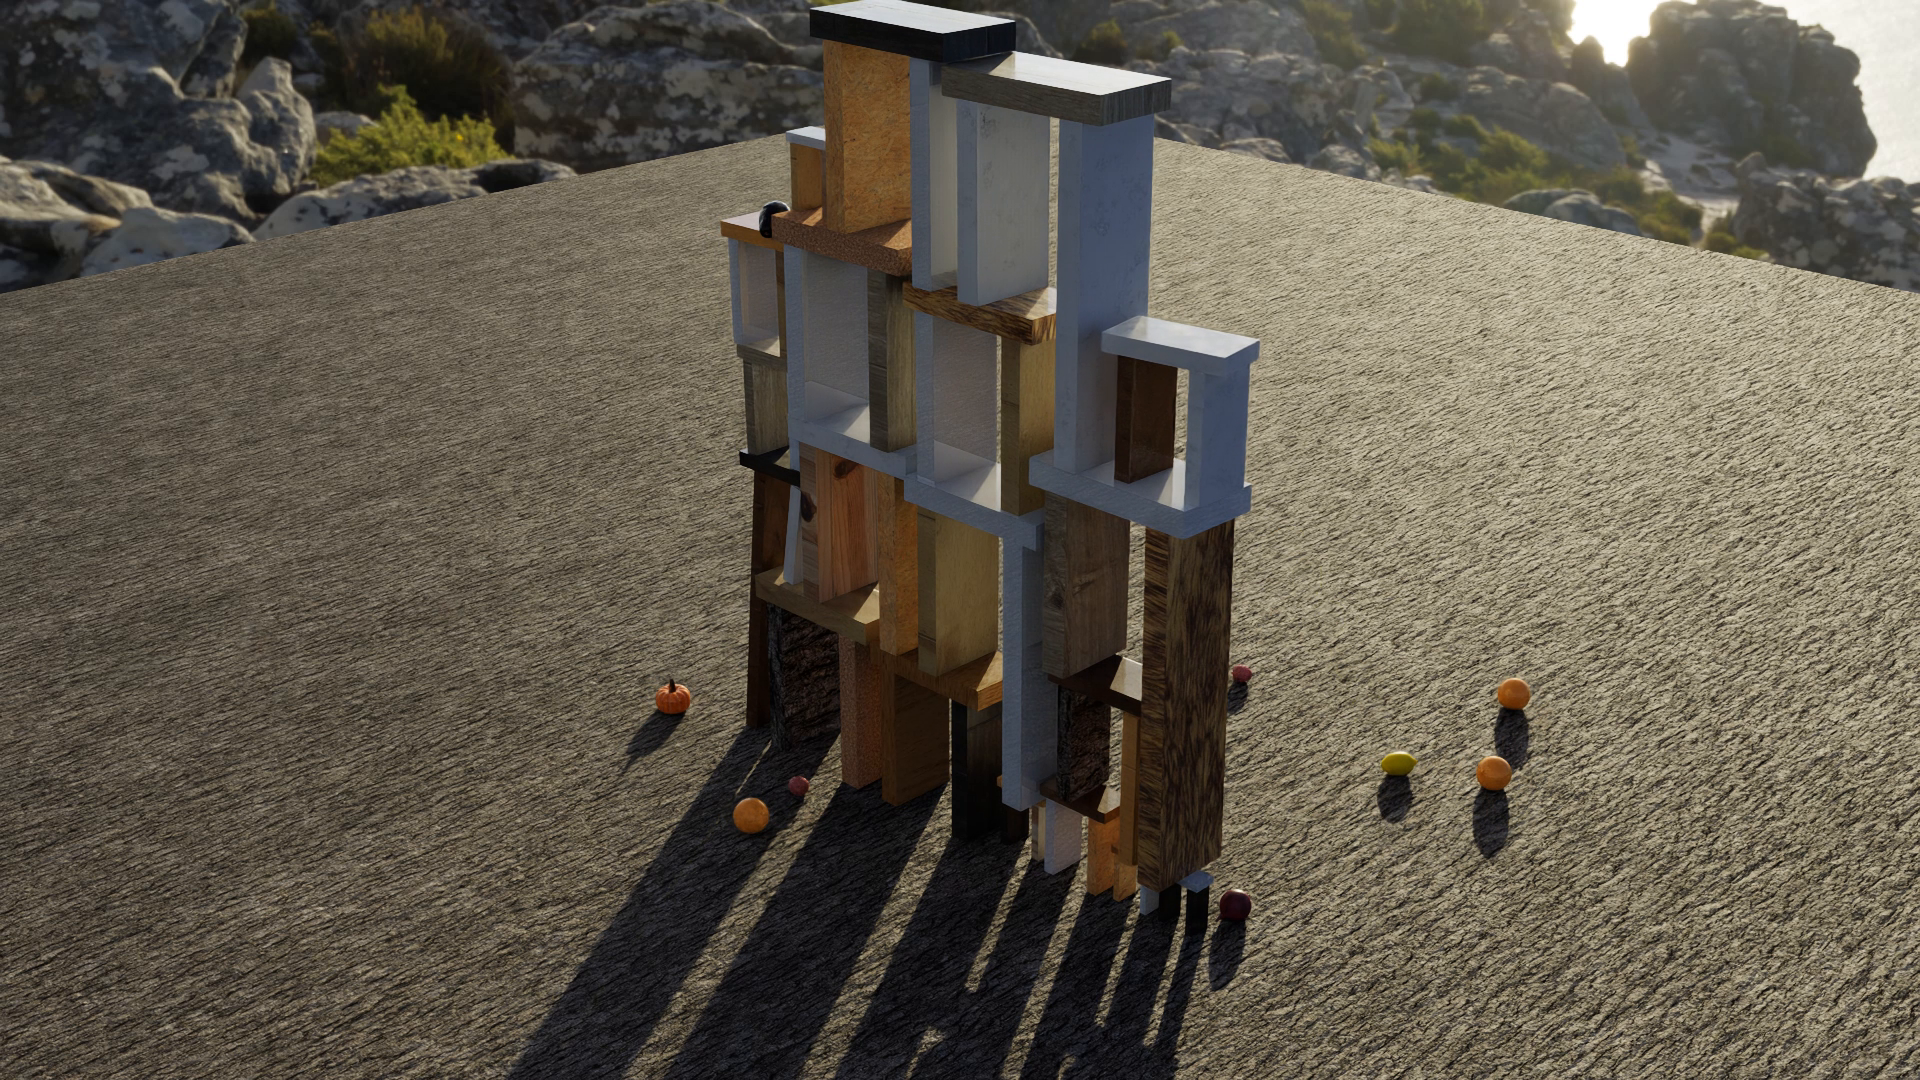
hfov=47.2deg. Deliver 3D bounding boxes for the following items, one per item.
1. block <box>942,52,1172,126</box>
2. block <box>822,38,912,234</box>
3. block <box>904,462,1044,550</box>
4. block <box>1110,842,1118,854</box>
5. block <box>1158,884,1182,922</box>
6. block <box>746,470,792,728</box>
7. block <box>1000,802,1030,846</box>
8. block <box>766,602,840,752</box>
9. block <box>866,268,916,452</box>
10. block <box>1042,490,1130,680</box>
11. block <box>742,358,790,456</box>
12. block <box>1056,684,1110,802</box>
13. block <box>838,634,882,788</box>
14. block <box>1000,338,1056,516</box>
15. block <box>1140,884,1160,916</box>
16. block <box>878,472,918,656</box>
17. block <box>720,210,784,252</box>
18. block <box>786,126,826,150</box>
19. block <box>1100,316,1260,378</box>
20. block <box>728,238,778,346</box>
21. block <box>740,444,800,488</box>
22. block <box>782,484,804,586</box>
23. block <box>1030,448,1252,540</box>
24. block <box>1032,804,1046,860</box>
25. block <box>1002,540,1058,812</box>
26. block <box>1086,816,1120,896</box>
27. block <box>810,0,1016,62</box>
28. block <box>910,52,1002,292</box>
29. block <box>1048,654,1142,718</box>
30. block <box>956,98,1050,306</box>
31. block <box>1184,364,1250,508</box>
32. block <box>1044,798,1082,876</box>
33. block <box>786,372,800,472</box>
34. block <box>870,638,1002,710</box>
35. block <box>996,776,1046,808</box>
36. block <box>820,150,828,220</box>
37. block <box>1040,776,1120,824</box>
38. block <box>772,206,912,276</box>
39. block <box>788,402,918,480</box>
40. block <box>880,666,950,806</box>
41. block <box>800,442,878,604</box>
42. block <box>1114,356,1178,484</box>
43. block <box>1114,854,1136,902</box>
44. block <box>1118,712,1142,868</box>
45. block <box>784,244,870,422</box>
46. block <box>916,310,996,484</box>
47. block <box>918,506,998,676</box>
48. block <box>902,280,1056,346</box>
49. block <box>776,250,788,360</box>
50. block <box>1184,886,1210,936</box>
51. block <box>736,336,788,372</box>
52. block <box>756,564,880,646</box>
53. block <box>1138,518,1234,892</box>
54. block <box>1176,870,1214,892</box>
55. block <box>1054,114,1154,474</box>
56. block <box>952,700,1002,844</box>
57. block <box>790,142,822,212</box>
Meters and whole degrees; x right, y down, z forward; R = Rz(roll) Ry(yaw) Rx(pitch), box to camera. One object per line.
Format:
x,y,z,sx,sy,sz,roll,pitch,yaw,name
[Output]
0.160,-0.765,3.718,0.360,0.051,0.180,21,31,40,block
-0.168,-0.762,4.090,0.176,0.353,0.050,-21,31,-40,block
0.076,-0.075,4.103,0.173,0.049,0.346,-21,31,-40,block
0.335,0.586,4.109,0.099,0.014,0.049,21,31,40,block
0.390,0.658,4.085,0.049,0.097,0.014,-21,31,-41,block
-0.401,0.116,4.709,0.031,0.609,0.111,22,31,31,block
0.109,0.535,4.340,0.062,0.124,0.018,-21,31,-41,block
-0.328,0.266,4.699,0.048,0.339,0.170,21,31,41,block
-0.092,-0.358,4.169,0.050,0.353,0.176,21,31,41,block
0.231,0.057,4.006,0.051,0.358,0.179,21,31,40,block
-0.394,-0.285,4.534,0.029,0.202,0.101,20,30,41,block
0.233,0.363,4.129,0.033,0.236,0.118,19,30,38,block
-0.168,0.329,4.552,0.048,0.339,0.170,21,31,41,block
0.149,-0.223,3.968,0.165,0.329,0.047,-21,31,-39,block
0.359,0.647,4.109,0.014,0.099,0.050,21,31,41,block
-0.082,0.024,4.331,0.048,0.380,0.170,21,31,41,block
-0.363,-0.611,4.369,0.219,0.031,0.109,20,30,41,block
-0.264,-0.763,4.184,0.131,0.019,0.066,21,31,40,block
0.367,-0.324,3.668,0.236,0.033,0.118,16,28,33,block
-0.413,-0.515,4.464,0.109,0.219,0.031,-21,30,-40,block
-0.341,-0.157,4.528,0.111,0.031,0.221,-21,30,-40,block
-0.305,-0.024,4.539,0.111,0.221,0.031,-21,40,-41,block
0.312,-0.098,3.846,0.179,0.051,0.358,-21,31,-40,block
0.167,0.558,4.286,0.062,0.124,0.018,-21,31,-40,block
0.158,0.233,4.145,0.173,0.550,0.049,-21,31,-40,block
0.277,0.586,4.173,0.023,0.162,0.081,21,31,40,block
-0.087,-0.914,3.934,0.176,0.050,0.353,-21,30,-40,block
-0.007,-0.667,3.946,0.176,0.413,0.050,-21,31,-40,block
0.289,0.259,4.031,0.236,0.033,0.118,20,30,39,block
0.077,-0.608,3.873,0.180,0.360,0.051,-21,31,-40,block
0.430,-0.182,3.678,0.118,0.236,0.033,-21,31,-40,block
0.200,0.557,4.241,0.023,0.162,0.081,21,31,40,block
-0.299,-0.250,4.445,0.029,0.203,0.101,21,31,41,block
-0.019,0.245,4.351,0.303,0.043,0.152,21,31,41,block
0.138,0.481,4.286,0.062,0.018,0.124,-21,31,-40,block
-0.233,-0.681,4.184,0.066,0.131,0.019,-21,31,-41,block
0.239,0.486,4.170,0.162,0.023,0.081,21,31,40,block
-0.175,-0.576,4.167,0.353,0.050,0.176,21,31,41,block
-0.163,-0.204,4.320,0.339,0.048,0.170,21,31,41,block
-0.091,0.377,4.484,0.043,0.303,0.152,21,31,41,block
-0.242,-0.057,4.470,0.170,0.339,0.048,-21,31,-40,block
0.320,-0.226,3.780,0.118,0.236,0.033,-21,31,-40,block
0.312,0.629,4.152,0.014,0.099,0.049,21,31,41,block
0.346,0.441,4.038,0.033,0.308,0.118,21,31,40,block
-0.258,-0.423,4.322,0.050,0.353,0.176,21,31,40,block
-0.006,-0.285,4.114,0.165,0.329,0.047,-21,31,-40,block
-0.003,0.075,4.255,0.049,0.346,0.173,21,31,40,block
0.069,-0.427,3.967,0.165,0.047,0.329,-21,31,-40,block
-0.311,-0.477,4.368,0.109,0.219,0.031,-21,30,-40,block
0.436,0.676,4.043,0.049,0.097,0.014,-21,31,-40,block
-0.347,-0.374,4.445,0.101,0.029,0.203,-21,30,-40,block
-0.248,0.119,4.550,0.339,0.048,0.170,21,31,41,block
0.400,0.283,3.913,0.179,0.701,0.051,-21,30,-40,block
0.413,0.616,4.043,0.049,0.014,0.097,-21,30,-40,block
0.246,-0.428,3.773,0.180,0.614,0.051,-21,31,-40,block
0.052,0.433,4.352,0.043,0.303,0.152,21,31,41,block
-0.295,-0.706,4.241,0.066,0.131,0.019,-21,31,-41,block
